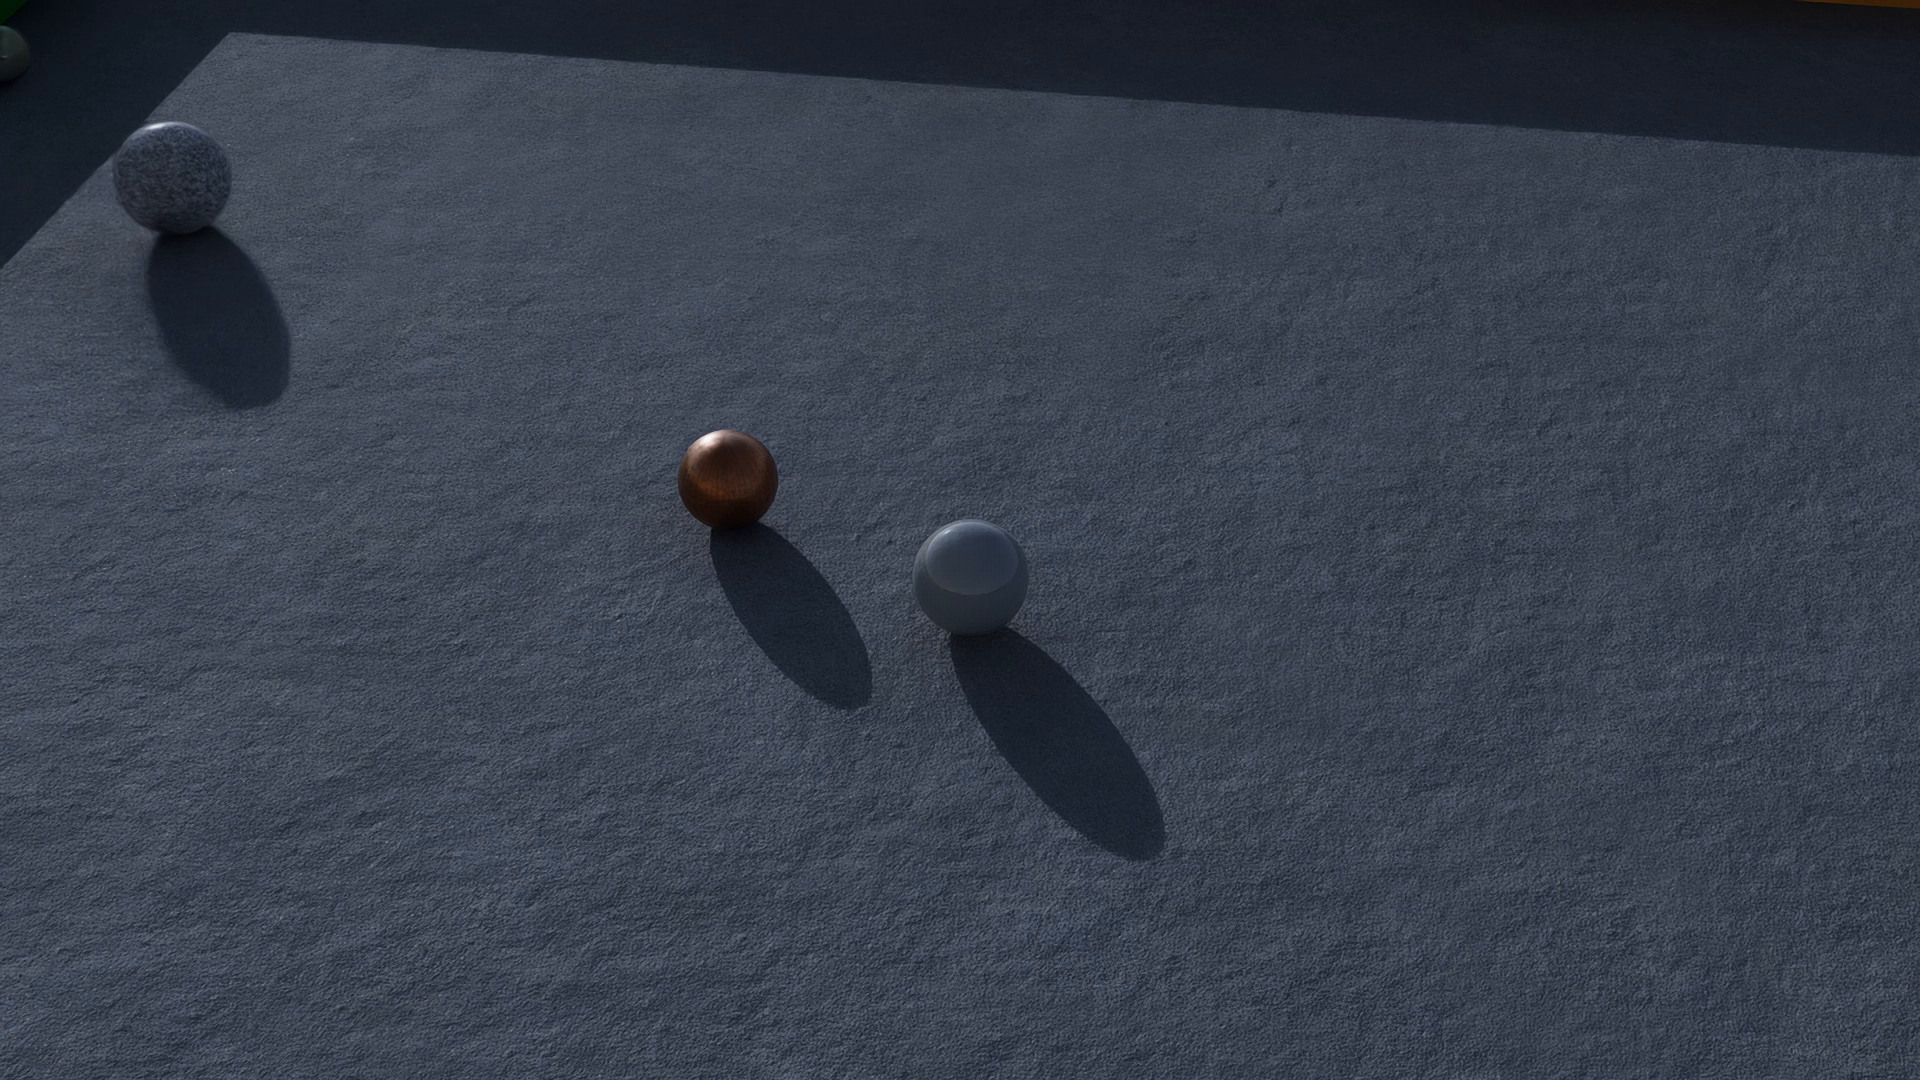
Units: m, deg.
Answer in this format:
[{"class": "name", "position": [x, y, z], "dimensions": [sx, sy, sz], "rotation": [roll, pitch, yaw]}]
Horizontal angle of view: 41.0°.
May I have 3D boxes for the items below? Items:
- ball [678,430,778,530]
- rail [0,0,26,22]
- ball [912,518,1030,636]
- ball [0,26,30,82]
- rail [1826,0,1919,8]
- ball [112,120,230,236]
[{"class": "ball", "position": [-0.161, -0.042, 1.780], "dimensions": [0.070, 0.070, 0.070], "rotation": [0, 35, 0]}, {"class": "rail", "position": [-1.033, -0.123, 1.847], "dimensions": [0.045, 0.122, 2.196], "rotation": [6, 36, 8]}, {"class": "ball", "position": [0.007, 0.025, 1.680], "dimensions": [0.077, 0.077, 0.077], "rotation": [0, 35, 0]}, {"class": "ball", "position": [-0.887, -0.450, 2.371], "dimensions": [0.051, 0.051, 0.051], "rotation": [0, 35, 0]}, {"class": "rail", "position": [1.237, -0.530, 2.421], "dimensions": [4.287, 0.122, 0.045], "rotation": [6, 36, 8]}, {"class": "ball", "position": [-0.652, -0.299, 2.122], "dimensions": [0.094, 0.094, 0.094], "rotation": [0, 35, 0]}]
